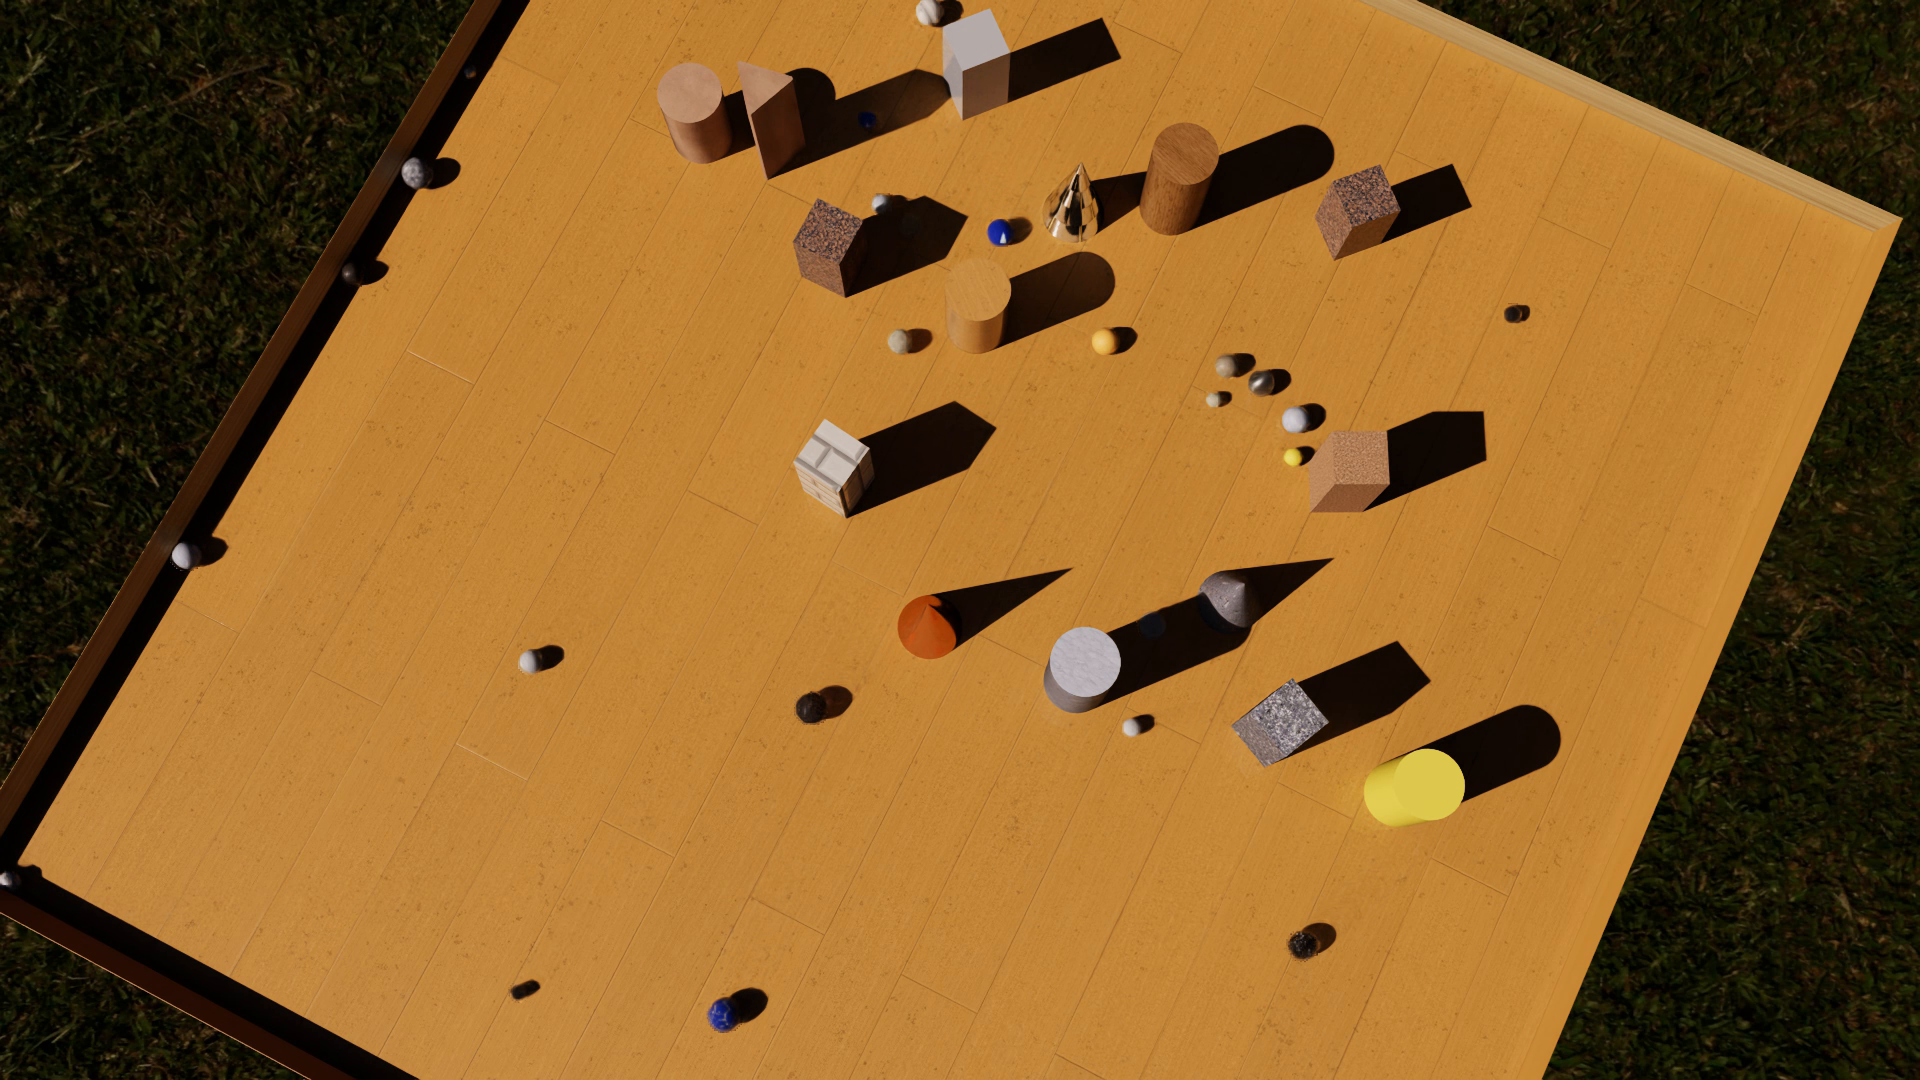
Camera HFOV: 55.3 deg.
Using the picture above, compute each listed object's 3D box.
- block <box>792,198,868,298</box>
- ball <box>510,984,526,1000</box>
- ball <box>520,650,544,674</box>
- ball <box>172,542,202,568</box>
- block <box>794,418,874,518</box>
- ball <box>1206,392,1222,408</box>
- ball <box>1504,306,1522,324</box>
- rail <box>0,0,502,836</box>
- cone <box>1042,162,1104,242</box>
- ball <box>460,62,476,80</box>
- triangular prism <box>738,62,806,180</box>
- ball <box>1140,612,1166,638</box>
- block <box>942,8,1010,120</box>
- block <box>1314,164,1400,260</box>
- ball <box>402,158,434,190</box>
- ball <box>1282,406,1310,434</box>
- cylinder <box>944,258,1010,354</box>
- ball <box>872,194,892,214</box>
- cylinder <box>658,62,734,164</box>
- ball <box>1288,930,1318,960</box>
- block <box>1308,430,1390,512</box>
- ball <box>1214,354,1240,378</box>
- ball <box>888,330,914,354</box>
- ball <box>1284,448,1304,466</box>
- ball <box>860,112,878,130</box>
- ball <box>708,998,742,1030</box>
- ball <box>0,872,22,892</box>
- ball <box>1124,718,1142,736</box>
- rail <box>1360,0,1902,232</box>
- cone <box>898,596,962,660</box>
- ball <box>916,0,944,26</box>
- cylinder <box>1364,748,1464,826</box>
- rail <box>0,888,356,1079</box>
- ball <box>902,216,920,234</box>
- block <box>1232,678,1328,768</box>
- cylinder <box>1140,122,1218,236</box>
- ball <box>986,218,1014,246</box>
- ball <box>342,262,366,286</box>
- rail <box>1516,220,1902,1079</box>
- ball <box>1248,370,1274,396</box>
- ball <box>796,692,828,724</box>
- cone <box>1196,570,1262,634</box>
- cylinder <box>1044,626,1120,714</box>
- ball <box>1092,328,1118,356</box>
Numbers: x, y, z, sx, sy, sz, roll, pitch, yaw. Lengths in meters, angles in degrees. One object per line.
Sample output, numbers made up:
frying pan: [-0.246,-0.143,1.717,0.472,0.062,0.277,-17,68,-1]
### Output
block: [-0.395,-0.897,5.648,0.158,0.301,0.158,27,80,5]
ball: [-1.282,1.314,5.322,0.045,0.045,0.045,0,78,0]
ball: [-1.286,0.364,5.505,0.072,0.072,0.072,0,78,0]
ball: [-2.347,0.046,5.564,0.083,0.083,0.083,0,78,0]
block: [-0.372,-0.209,5.477,0.158,0.359,0.158,34,80,7]
ball: [0.788,-0.434,5.682,0.049,0.049,0.049,0,78,0]
ball: [1.729,-0.706,5.735,0.055,0.055,0.055,0,78,0]
rail: [-1.917,-0.932,5.743,0.045,0.128,4.434,26,80,5]
cone: [0.360,-1.081,5.631,0.198,0.410,0.198,0,78,0]
ball: [-1.584,-1.511,5.903,0.052,0.052,0.052,0,78,0]
triangular prism: [-0.606,-1.310,5.640,0.171,0.486,0.148,-42,81,-8]
ball: [0.580,0.256,5.523,0.080,0.080,0.080,0,78,0]
block: [0.049,-1.486,5.744,0.158,0.353,0.158,-22,79,-5]
block: [1.229,-1.012,5.679,0.158,0.287,0.158,-20,79,-4]
ball: [-1.719,-1.162,5.807,0.099,0.099,0.099,0,78,0]
ball: [1.035,-0.370,5.649,0.086,0.086,0.086,0,78,0]
cylinder: [0.053,-0.712,5.599,0.198,0.322,0.198,0,78,0]
ball: [-0.247,-1.063,5.805,0.061,0.061,0.061,0,78,0]
cylinder: [-0.824,-1.332,5.734,0.198,0.309,0.198,0,78,0]
ball: [0.998,1.179,5.329,0.085,0.085,0.085,0,78,0]
block: [1.156,-0.200,5.466,0.158,0.375,0.158,0,78,0]
ball: [0.830,-0.539,5.689,0.076,0.076,0.076,0,78,0]
ball: [-0.183,-0.617,5.705,0.077,0.077,0.077,0,78,0]
ball: [1.028,-0.255,5.640,0.057,0.057,0.057,0,78,0]
ball: [-0.293,-1.344,5.866,0.056,0.056,0.056,0,78,0]
ball: [-0.677,1.367,5.286,0.094,0.094,0.094,0,78,0]
ball: [-2.790,1.004,5.376,0.064,0.064,0.064,0,78,0]
ball: [0.516,0.560,5.472,0.056,0.056,0.056,0,78,0]
rail: [0.981,-1.914,5.946,4.333,0.128,0.045,26,80,5]
cone: [-0.091,0.221,5.356,0.198,0.421,0.198,0,78,0]
ball: [-0.098,-1.707,5.925,0.089,0.089,0.089,0,78,0]
cylinder: [1.302,0.717,5.274,0.198,0.381,0.198,0,78,0]
rail: [-0.981,1.928,5.151,4.333,0.128,0.045,26,80,5]
ball: [-0.154,-0.996,5.792,0.060,0.060,0.060,0,78,0]
block: [0.923,0.534,5.317,0.158,0.369,0.158,-37,81,-7]
cylinder: [0.669,-1.104,5.635,0.198,0.412,0.198,0,78,0]
ball: [0.127,-0.970,5.774,0.086,0.086,0.086,0,78,0]
ball: [-1.901,-0.837,5.752,0.075,0.075,0.075,0,78,0]
rail: [1.917,0.945,5.354,0.045,0.128,4.434,26,80,5]
ball: [0.933,-0.484,5.675,0.082,0.082,0.082,0,78,0]
ball: [-0.443,0.501,5.464,0.095,0.095,0.095,0,78,0]
cone: [0.819,0.157,5.424,0.198,0.314,0.198,0,78,0]
cylinder: [0.350,0.382,5.324,0.198,0.418,0.198,0,78,0]
ball: [0.452,-0.618,5.701,0.085,0.085,0.085,0,78,0]
